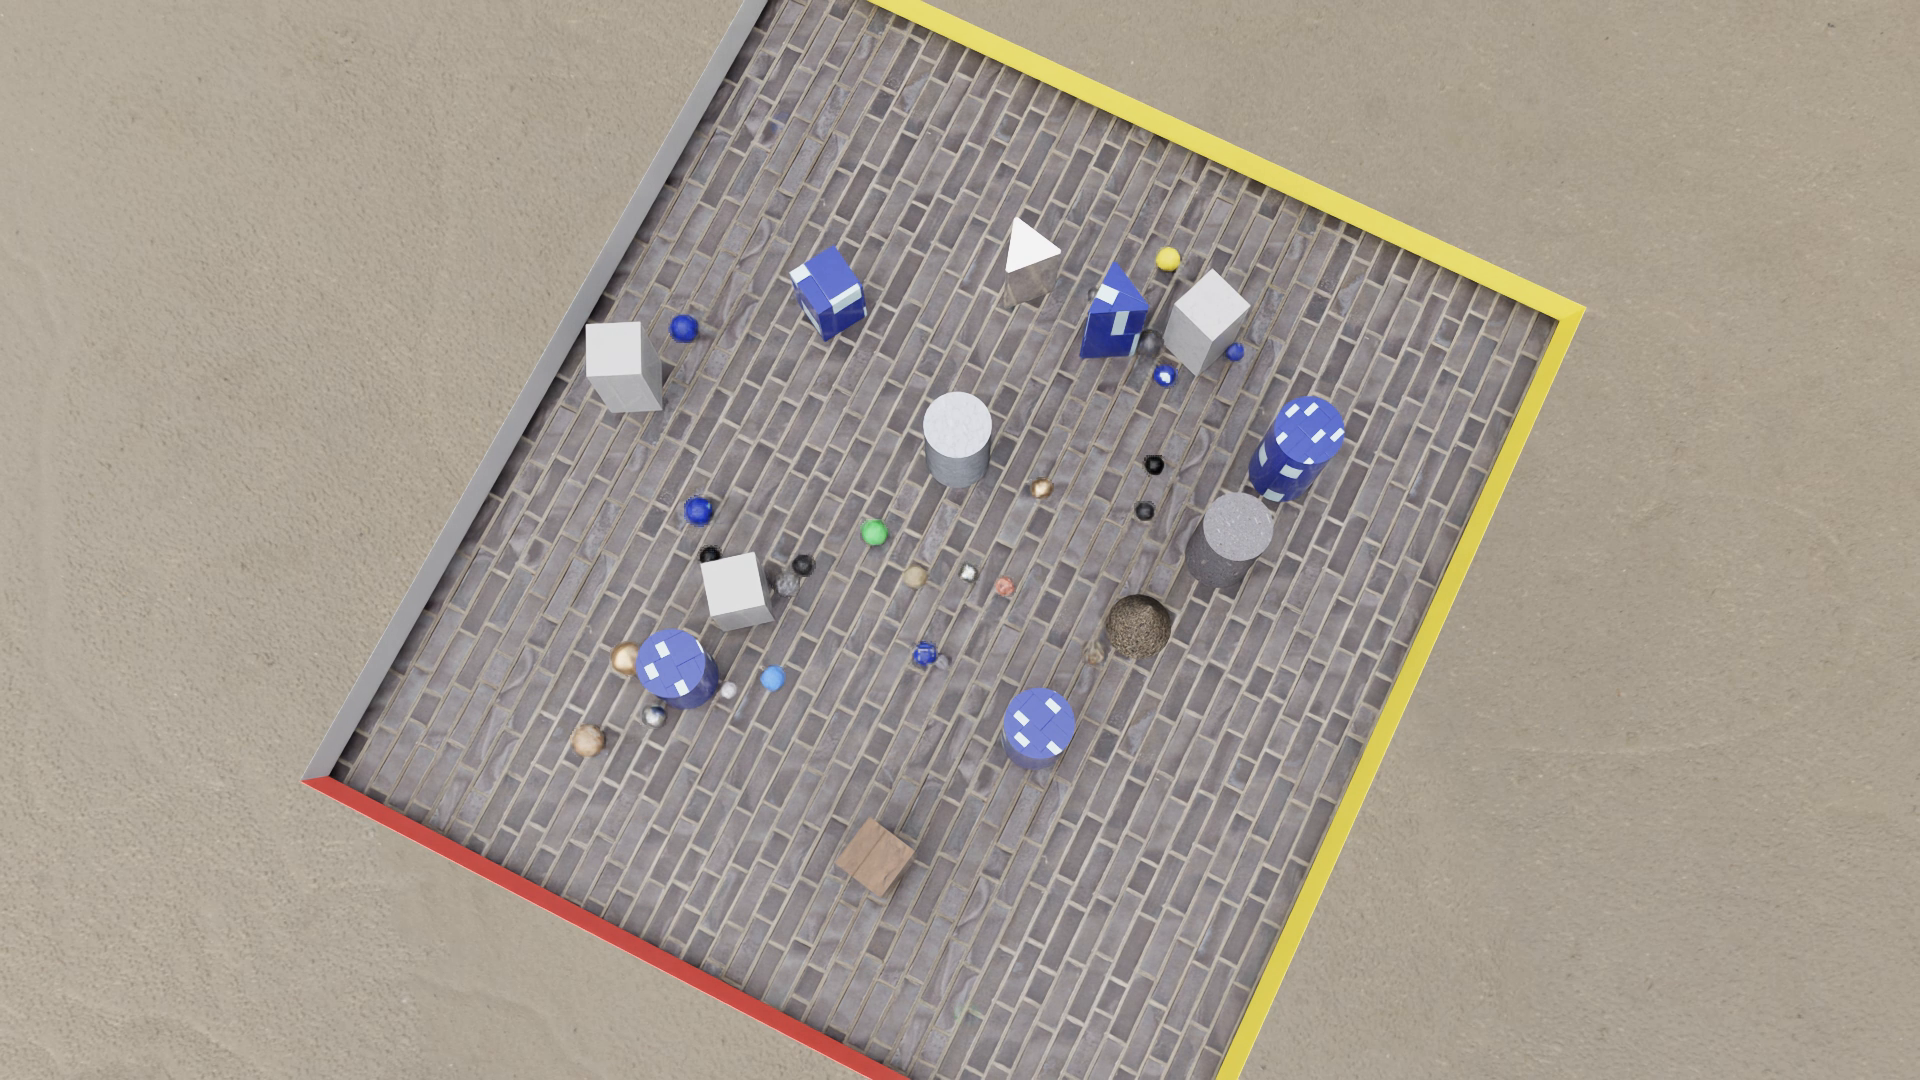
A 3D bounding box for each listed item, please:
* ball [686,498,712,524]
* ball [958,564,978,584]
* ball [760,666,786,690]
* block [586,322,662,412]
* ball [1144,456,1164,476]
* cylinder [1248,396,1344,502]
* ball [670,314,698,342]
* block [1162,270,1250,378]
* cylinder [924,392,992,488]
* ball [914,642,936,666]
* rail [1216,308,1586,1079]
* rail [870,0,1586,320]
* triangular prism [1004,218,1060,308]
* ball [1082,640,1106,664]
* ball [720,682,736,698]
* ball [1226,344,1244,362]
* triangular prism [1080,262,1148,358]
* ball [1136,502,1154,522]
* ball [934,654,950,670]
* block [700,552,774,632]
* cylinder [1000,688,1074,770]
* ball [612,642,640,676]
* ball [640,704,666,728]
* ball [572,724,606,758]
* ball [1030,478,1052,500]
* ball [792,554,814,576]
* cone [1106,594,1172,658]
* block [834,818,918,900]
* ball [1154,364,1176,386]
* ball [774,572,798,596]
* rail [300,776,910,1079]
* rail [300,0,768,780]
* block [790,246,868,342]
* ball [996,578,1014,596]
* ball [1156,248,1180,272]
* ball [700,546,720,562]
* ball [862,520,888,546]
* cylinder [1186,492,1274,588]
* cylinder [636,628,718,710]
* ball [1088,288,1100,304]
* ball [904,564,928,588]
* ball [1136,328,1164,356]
[{"bbox_3d":[-0.796,-0.089,5.593,0.082,0.082,0.082,0,78,0],"label":"ball"},{"bbox_3d":[0.026,0.101,5.565,0.061,0.061,0.061,0,78,0],"label":"ball"},{"bbox_3d":[-0.561,0.416,5.494,0.072,0.072,0.072,0,78,0],"label":"ball"},{"bbox_3d":[-1.009,-0.517,5.525,0.159,0.389,0.159,-3,78,-1],"label":"block"},{"bbox_3d":[0.598,-0.229,5.634,0.059,0.059,0.059,0,78,0],"label":"ball"},{"bbox_3d":[0.990,-0.263,5.425,0.199,0.481,0.199,0,78,0],"label":"cylinder"},{"bbox_3d":[-0.858,-0.661,5.709,0.086,0.086,0.086,0,78,0],"label":"ball"},{"bbox_3d":[0.742,-0.655,5.566,0.159,0.365,0.159,-43,81,-8],"label":"block"},{"bbox_3d":[-0.007,-0.295,5.486,0.199,0.376,0.199,0,78,0],"label":"cylinder"},{"bbox_3d":[-0.105,0.343,5.509,0.072,0.072,0.072,0,78,0],"label":"ball"},{"bbox_3d":[1.230,0.609,5.424,0.045,0.129,3.019,26,80,5],"label":"rail"},{"bbox_3d":[0.664,-1.294,5.818,2.797,0.129,0.045,26,80,5],"label":"rail"},{"bbox_3d":[0.193,-0.862,5.624,0.172,0.334,0.149,-21,79,-4],"label":"triangular prism"},{"bbox_3d":[0.400,0.335,5.491,0.072,0.072,0.072,0,78,0],"label":"ball"},{"bbox_3d":[-0.695,0.451,5.498,0.049,0.049,0.049,0,78,0],"label":"ball"},{"bbox_3d":[0.858,-0.585,5.709,0.057,0.057,0.057,0,78,0],"label":"ball"},{"bbox_3d":[0.455,-0.693,5.536,0.172,0.439,0.149,-4,78,-1],"label":"triangular prism"},{"bbox_3d":[0.565,-0.087,5.604,0.059,0.059,0.059,0,78,0],"label":"ball"},{"bbox_3d":[-0.054,0.368,5.518,0.044,0.044,0.044,0,78,0],"label":"ball"},{"bbox_3d":[-0.657,0.157,5.436,0.159,0.290,0.159,-12,79,-3],"label":"block"},{"bbox_3d":[0.222,0.550,5.306,0.199,0.386,0.199,0,78,0],"label":"cylinder"},{"bbox_3d":[-0.995,0.358,5.492,0.099,0.099,0.099,0,78,0],"label":"ball"},{"bbox_3d":[-0.916,0.525,5.471,0.072,0.072,0.072,0,78,0],"label":"ball"},{"bbox_3d":[-1.103,0.597,5.444,0.096,0.096,0.096,0,78,0],"label":"ball"},{"bbox_3d":[0.249,-0.157,5.615,0.067,0.067,0.067,0,78,0],"label":"ball"},{"bbox_3d":[-0.477,0.076,5.568,0.064,0.064,0.064,0,78,0],"label":"ball"},{"bbox_3d":[0.542,0.225,5.377,0.199,0.378,0.199,0,78,0],"label":"cone"},{"bbox_3d":[-0.235,0.913,5.242,0.159,0.364,0.159,36,81,7],"label":"block"},{"bbox_3d":[0.634,-0.511,5.687,0.069,0.069,0.069,0,78,0],"label":"ball"},{"bbox_3d":[-0.525,0.134,5.552,0.072,0.072,0.072,0,78,0],"label":"ball"},{"bbox_3d":[-0.664,1.308,5.279,2.797,0.129,0.045,26,80,5],"label":"rail"},{"bbox_3d":[-1.230,-0.595,5.673,0.045,0.129,3.019,26,80,5],"label":"rail"},{"bbox_3d":[-0.402,-0.755,5.636,0.159,0.269,0.159,-33,80,-6],"label":"block"},{"bbox_3d":[0.136,0.140,5.560,0.054,0.054,0.054,0,78,0],"label":"ball"},{"bbox_3d":[0.655,-0.881,5.761,0.075,0.075,0.075,0,78,0],"label":"ball"},{"bbox_3d":[-0.759,0.051,5.574,0.063,0.063,0.063,0,78,0],"label":"ball"},{"bbox_3d":[-0.260,-0.022,5.581,0.078,0.078,0.078,0,78,0],"label":"ball"},{"bbox_3d":[0.788,0.005,5.395,0.199,0.432,0.199,0,78,0],"label":"cylinder"},{"bbox_3d":[-0.827,0.383,5.384,0.199,0.301,0.199,0,78,0],"label":"cylinder"},{"bbox_3d":[0.425,-0.766,5.750,0.049,0.049,0.049,0,78,0],"label":"ball"},{"bbox_3d":[-0.136,0.112,5.557,0.072,0.072,0.072,0,78,0],"label":"ball"},{"bbox_3d":[0.590,-0.613,5.699,0.087,0.087,0.087,0,78,0],"label":"ball"}]
